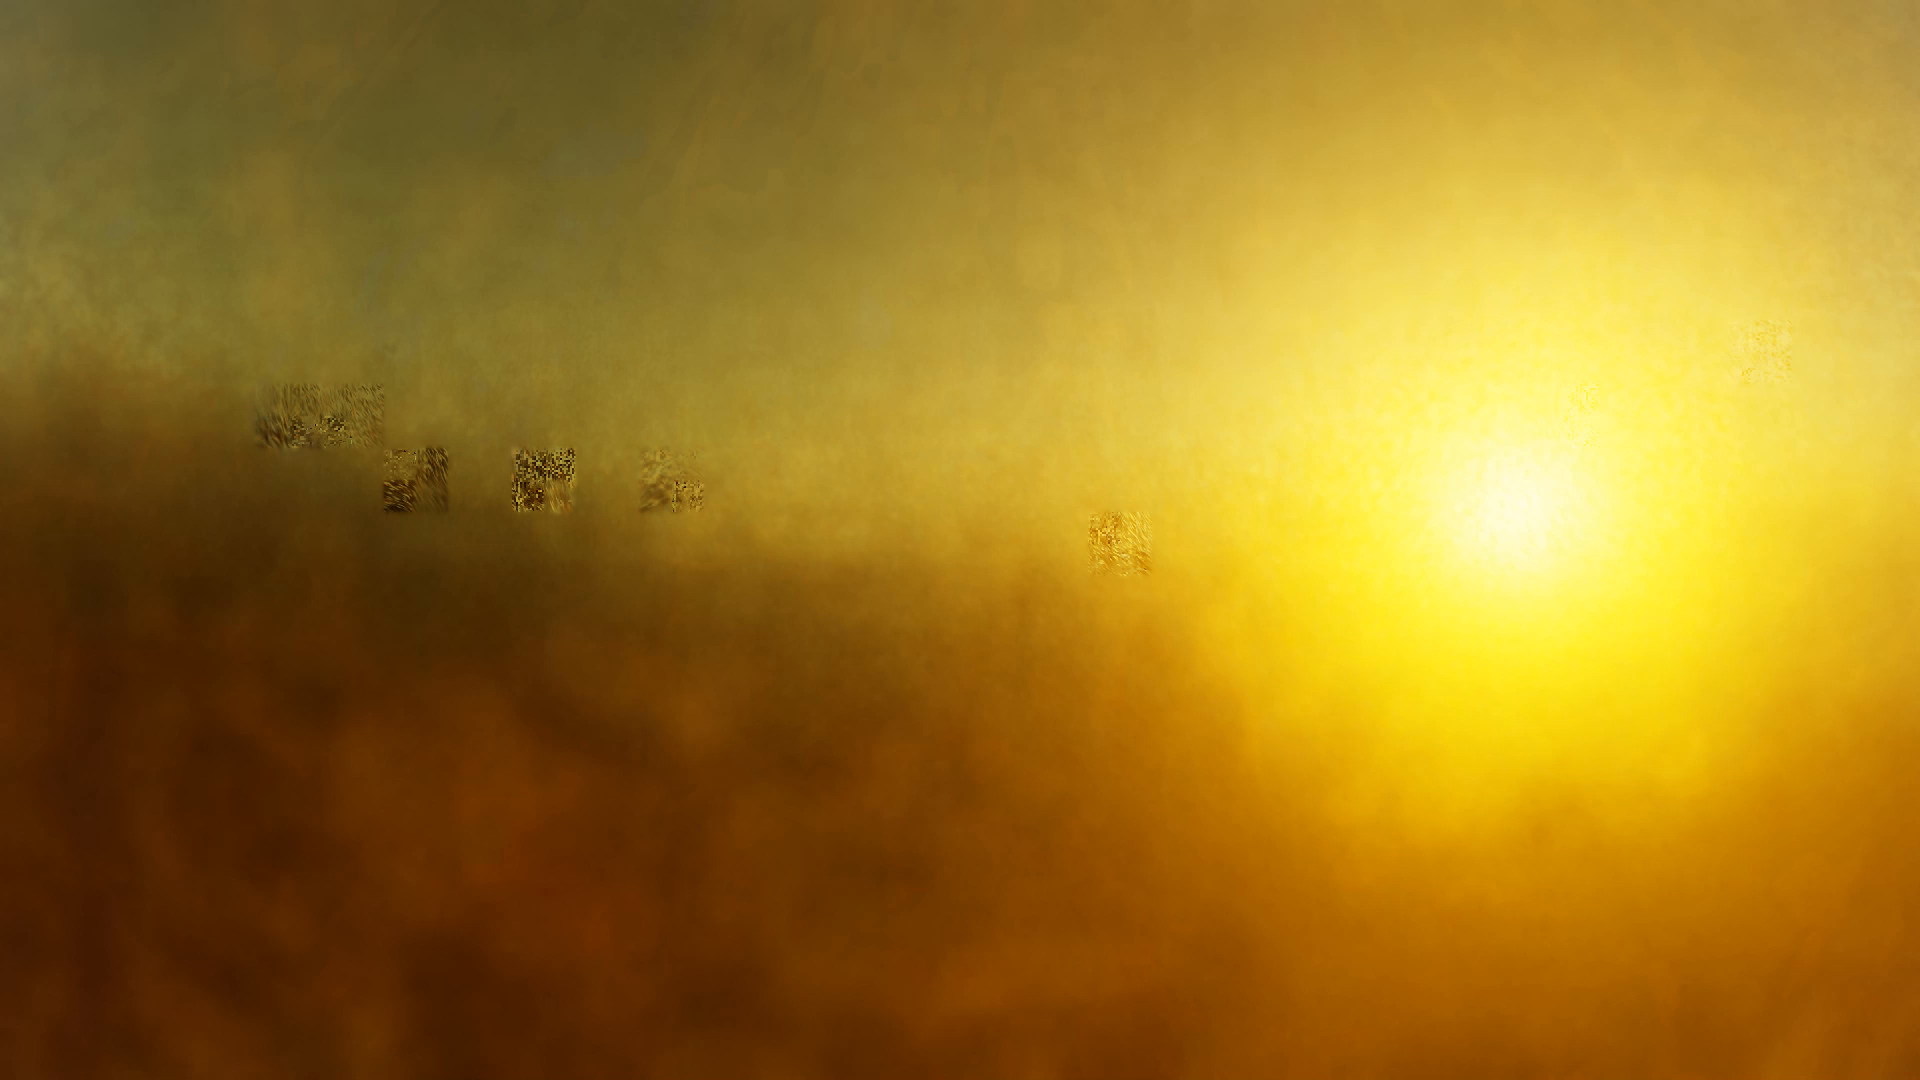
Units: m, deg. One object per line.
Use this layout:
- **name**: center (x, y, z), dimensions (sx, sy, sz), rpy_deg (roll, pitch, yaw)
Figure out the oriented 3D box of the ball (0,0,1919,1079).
- **ball**: center (0.000, -0.002, 0.056), dimensions (0.080, 0.080, 0.080), rpy_deg (0, 4, 0)
